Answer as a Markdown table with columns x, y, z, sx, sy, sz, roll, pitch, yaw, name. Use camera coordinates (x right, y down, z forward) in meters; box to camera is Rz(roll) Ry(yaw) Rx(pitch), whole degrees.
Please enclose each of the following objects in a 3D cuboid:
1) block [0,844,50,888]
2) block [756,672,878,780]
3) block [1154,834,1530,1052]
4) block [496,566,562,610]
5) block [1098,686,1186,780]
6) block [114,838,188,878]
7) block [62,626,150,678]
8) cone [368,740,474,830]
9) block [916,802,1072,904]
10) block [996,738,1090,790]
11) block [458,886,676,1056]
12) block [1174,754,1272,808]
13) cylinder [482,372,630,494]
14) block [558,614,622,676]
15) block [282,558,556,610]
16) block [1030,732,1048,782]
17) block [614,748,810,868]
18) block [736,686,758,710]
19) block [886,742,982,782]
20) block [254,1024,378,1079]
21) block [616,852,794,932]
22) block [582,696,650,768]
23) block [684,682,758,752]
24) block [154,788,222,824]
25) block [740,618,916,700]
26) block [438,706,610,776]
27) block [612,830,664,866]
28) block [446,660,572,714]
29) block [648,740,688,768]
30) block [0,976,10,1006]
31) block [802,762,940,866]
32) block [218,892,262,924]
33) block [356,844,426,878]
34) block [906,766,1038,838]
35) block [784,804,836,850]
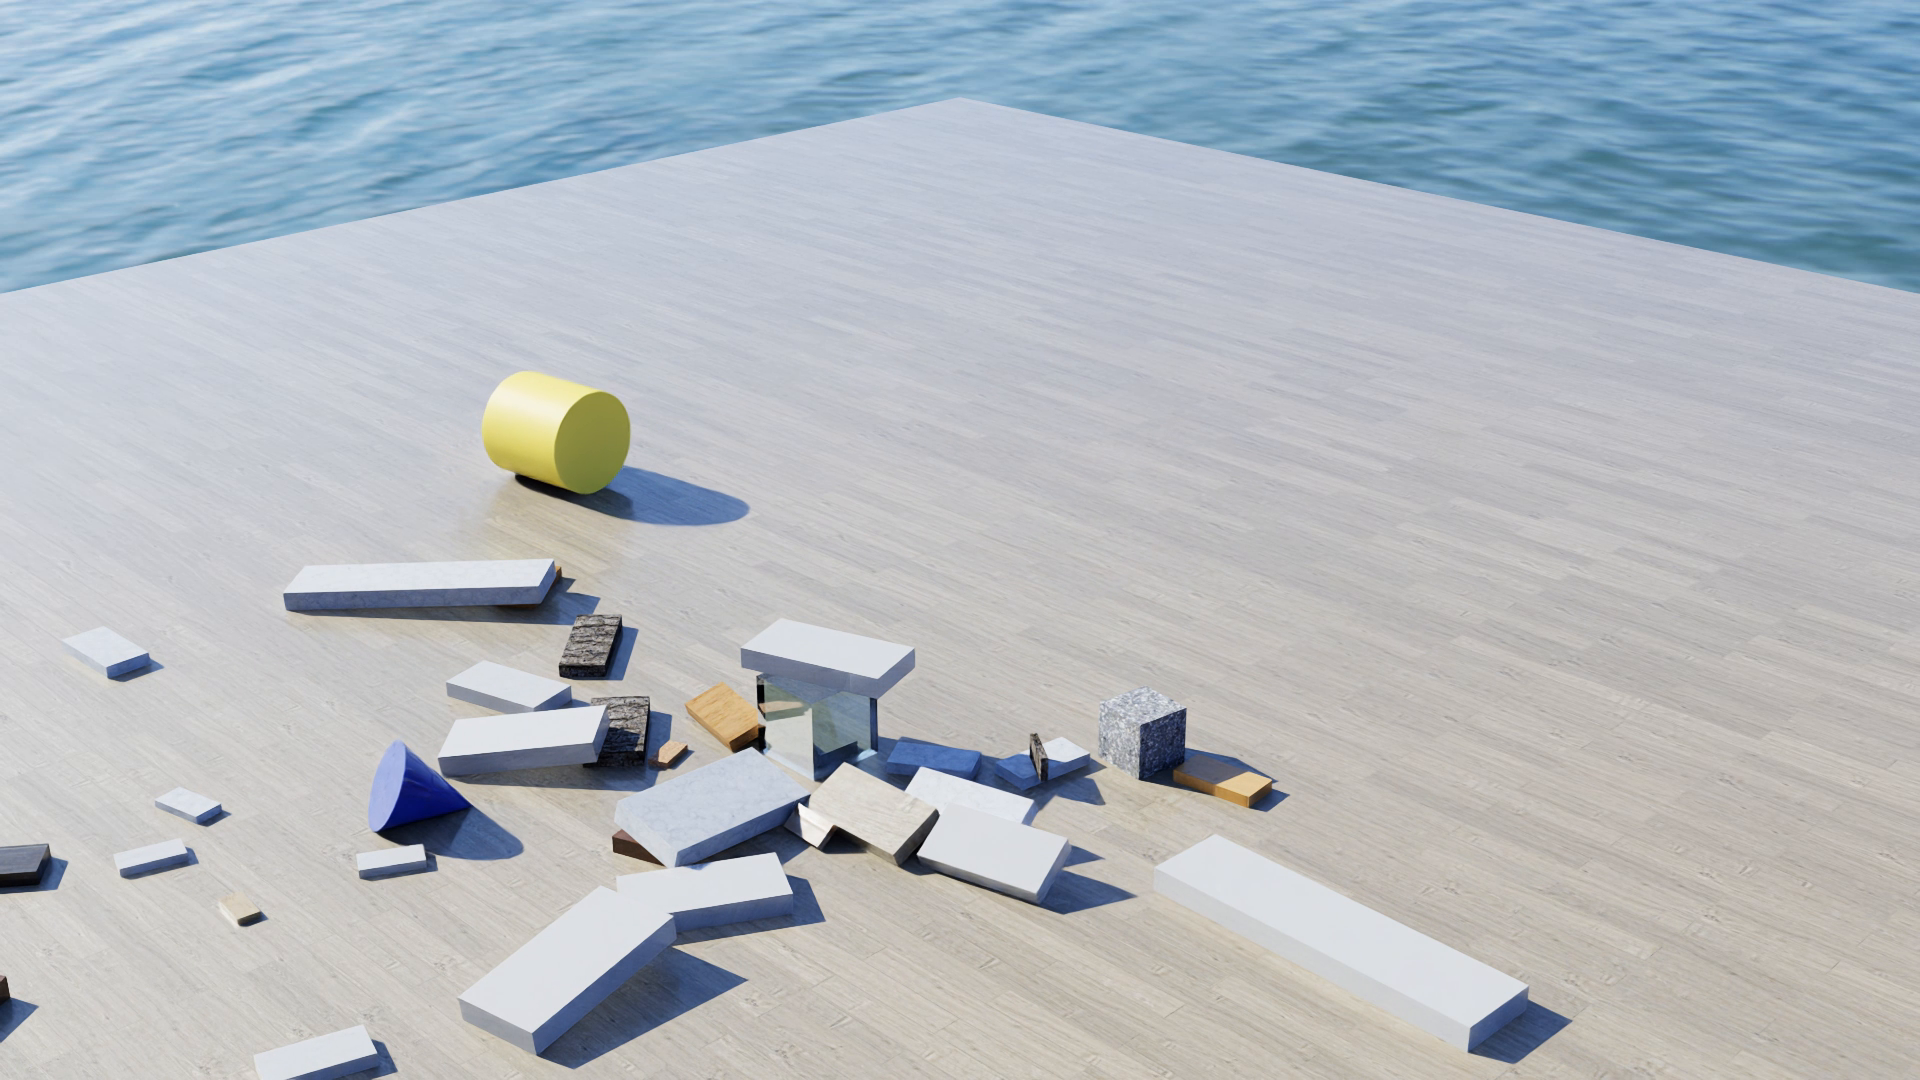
| x | y | z | sx | sy | sz | roll | pitch | yaw | name |
| --- | --- | --- | --- | --- | --- | --- | --- | --- | --- |
| -1.874 | 0.632 | 4.234 | 0.211 | 0.030 | 0.105 | -3 | 23 | -8 | block |
| -0.302 | 0.370 | 4.659 | 0.180 | 0.180 | 0.180 | -21 | 30 | -40 | block |
| 0.678 | 0.720 | 4.000 | 0.179 | 0.051 | 0.708 | -20 | 30 | -39 | block |
| -1.069 | 0.114 | 5.456 | 0.099 | 0.028 | 0.199 | 4 | 23 | 9 | block |
| 0.384 | 0.405 | 4.640 | 0.129 | 0.129 | 0.129 | -17 | 28 | -34 | block |
| -1.575 | 0.618 | 4.281 | 0.127 | 0.018 | 0.063 | -12 | 26 | -27 | block |
| -1.985 | 0.260 | 5.110 | 0.211 | 0.030 | 0.105 | 20 | 30 | 39 | block |
| -1.068 | 0.516 | 4.438 | 0.187 | 0.187 | 0.187 | 19 | 13 | -30 | cone |
| 0.065 | 0.600 | 4.228 | 0.266 | 0.038 | 0.133 | 13 | 53 | 29 | block |
| 0.174 | 0.469 | 4.623 | 0.184 | 0.026 | 0.092 | -17 | 28 | -35 | block |
| -0.686 | 0.752 | 3.869 | 0.179 | 0.051 | 0.357 | 15 | 35 | 32 | block |
| 0.544 | 0.498 | 4.555 | 0.183 | 0.026 | 0.091 | 17 | 29 | 35 | block |
| -1.119 | -0.299 | 6.098 | 0.287 | 0.287 | 0.287 | 17 | 28 | 34 | cylinder |
| -0.863 | 0.245 | 5.144 | 0.105 | 0.030 | 0.273 | 0 | 23 | 0 | block |
| -1.323 | 0.109 | 5.399 | 0.633 | 0.047 | 0.165 | -2 | 23 | 4 | block |
| 0.163 | 0.451 | 4.562 | 0.016 | 0.055 | 0.110 | -4 | 23 | -10 | block |
| -0.488 | 0.530 | 4.361 | 0.179 | 0.051 | 0.357 | 34 | 34 | 31 | block |
| -0.430 | 0.380 | 4.828 | 0.099 | 0.028 | 0.199 | -19 | 30 | -38 | block |
| -0.054 | 0.467 | 4.627 | 0.183 | 0.026 | 0.091 | 6 | 24 | 13 | block |
| -1.076 | 0.870 | 3.677 | 0.184 | 0.026 | 0.092 | -12 | 26 | -26 | block |
| -0.480 | 0.667 | 4.133 | 0.307 | 0.043 | 0.153 | -7 | 24 | -15 | block |
| -0.740 | 0.412 | 4.744 | 0.127 | 0.036 | 0.254 | -2 | 23 | -4 | block |
| -0.506 | 0.383 | 4.778 | 0.099 | 0.028 | 0.199 | -31 | 37 | -22 | block |
| -1.568 | 0.539 | 4.467 | 0.127 | 0.018 | 0.063 | 14 | 27 | 30 | block |
| -0.279 | 0.249 | 4.654 | 0.329 | 0.047 | 0.165 | 11 | 25 | 24 | block |
| -0.919 | 0.424 | 4.648 | 0.329 | 0.047 | 0.165 | -6 | 23 | 4 | block |
| -0.568 | 0.563 | 4.388 | 0.127 | 0.036 | 0.254 | 11 | 25 | 24 | block |
| -1.009 | 0.337 | 4.920 | 0.254 | 0.036 | 0.127 | 13 | 26 | 28 | block |
| -0.620 | 0.455 | 4.672 | 0.045 | 0.013 | 0.090 | 9 | 25 | 20 | block |
| -1.780 | 0.838 | 3.731 | 0.153 | 0.043 | 0.320 | 5 | 24 | 12 | block |
| -0.177 | 0.543 | 4.368 | 0.265 | 0.038 | 0.133 | 21 | 55 | 40 | block |
| -1.350 | 0.689 | 4.120 | 0.045 | 0.013 | 0.090 | -17 | 29 | -35 | block |
| -1.104 | 0.623 | 4.269 | 0.127 | 0.018 | 0.063 | -7 | 24 | -16 | block |
| 0.007 | 0.544 | 4.358 | 0.265 | 0.038 | 0.133 | 13 | 53 | 30 | block |
| -0.297 | 0.569 | 4.360 | 0.110 | 0.016 | 0.055 | 24 | 73 | 43 | block |
